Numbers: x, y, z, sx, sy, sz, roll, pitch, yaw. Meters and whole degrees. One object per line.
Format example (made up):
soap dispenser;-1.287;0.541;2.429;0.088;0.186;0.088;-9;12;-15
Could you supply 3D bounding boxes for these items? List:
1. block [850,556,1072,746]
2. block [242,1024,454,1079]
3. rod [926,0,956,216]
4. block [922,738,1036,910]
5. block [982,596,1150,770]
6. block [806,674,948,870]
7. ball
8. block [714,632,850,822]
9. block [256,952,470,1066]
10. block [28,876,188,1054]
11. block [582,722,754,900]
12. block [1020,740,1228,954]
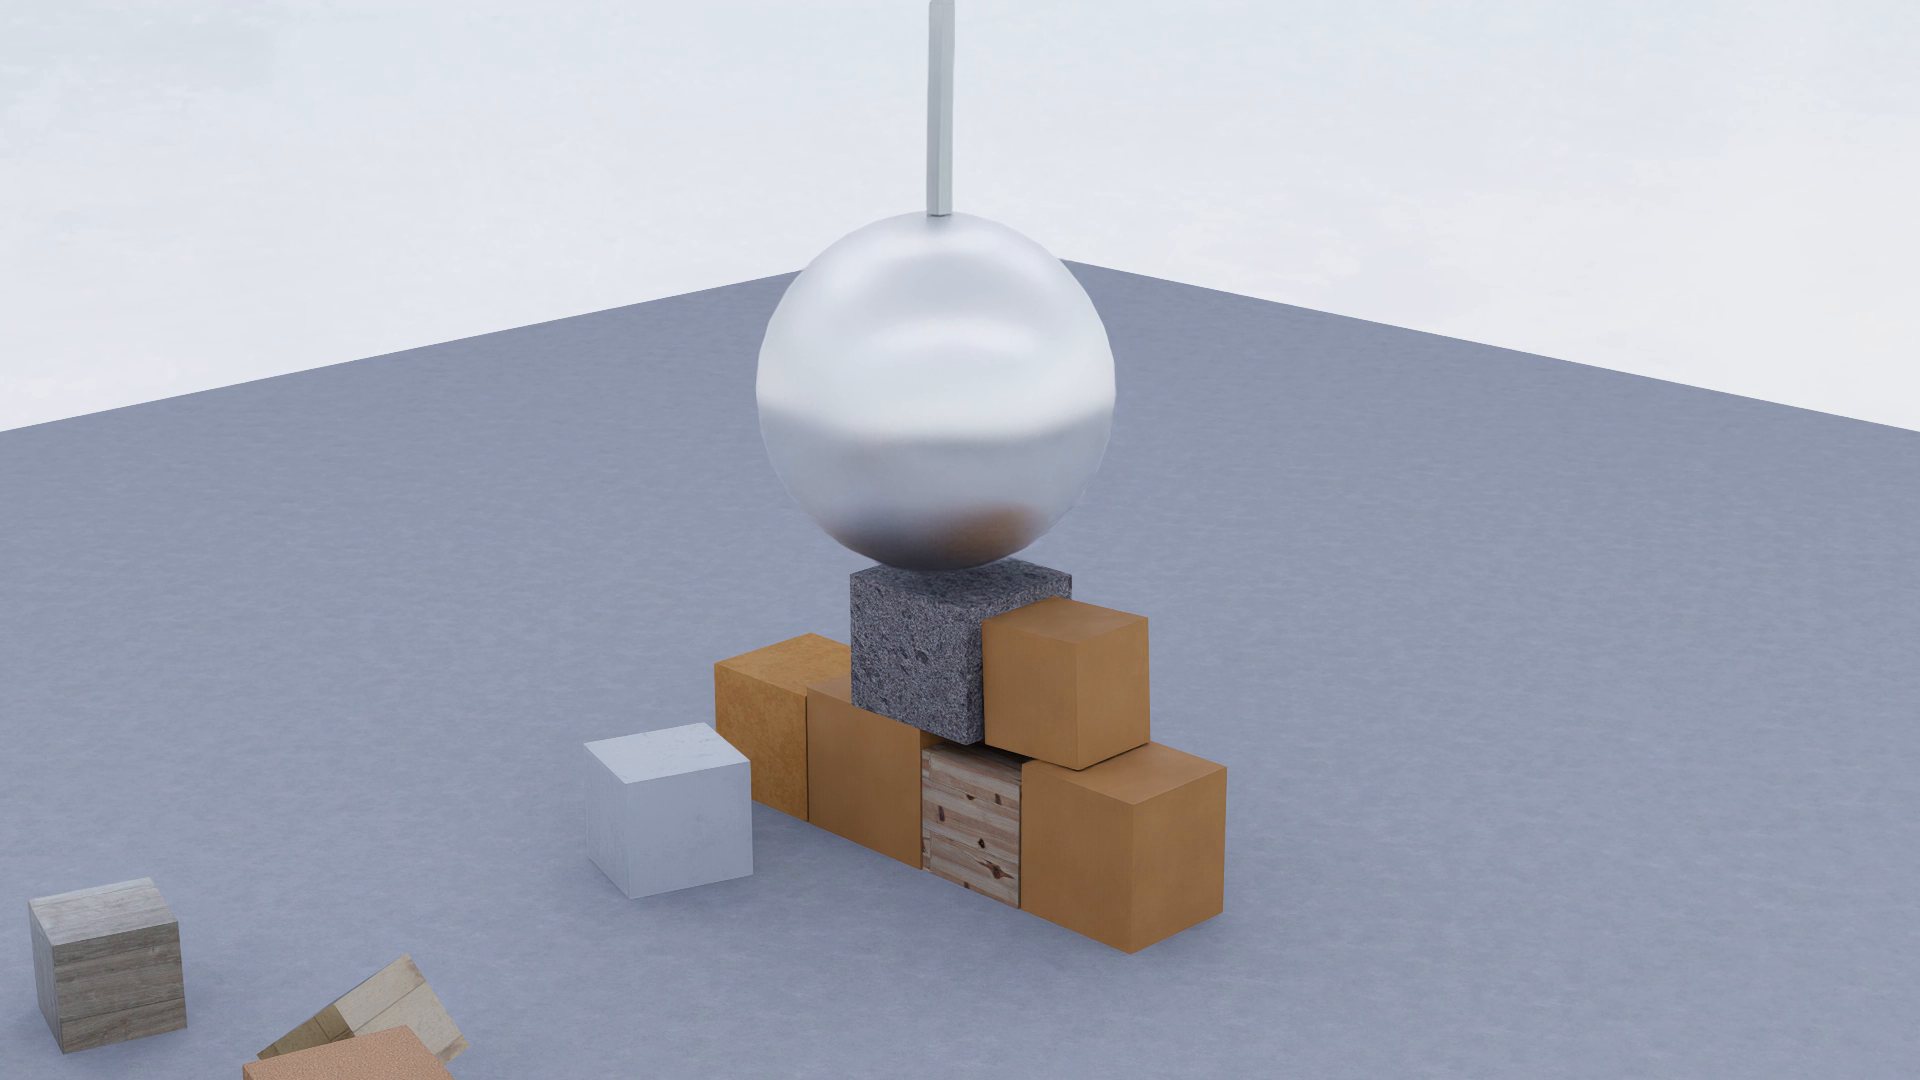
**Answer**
block;0.004;0.462;13.501;0.738;0.638;0.698;16;24;41
block;-2.164;2.167;10.473;0.615;0.586;0.507;-10;20;-29
rod;-0.046;-3.919;12.061;0.080;5.200;0.080;17;23;42
block;0.267;1.236;13.424;0.630;0.593;0.612;-17;24;-42
block;0.473;0.629;13.063;0.557;0.579;0.487;12;21;42
block;-0.213;1.037;13.890;0.669;0.693;0.771;-16;24;-42
ball;-0.107;-0.659;13.022;1.600;1.600;1.600;0;17;0
block;-0.740;0.908;14.386;0.638;0.641;0.661;-17;24;-42
block;-2.262;1.937;11.131;0.470;0.432;0.475;-34;0;29
block;-3.496;1.738;12.019;0.498;0.478;0.496;-9;20;-26
block;-1.343;1.236;13.476;0.602;0.561;0.550;-9;19;-26
block;0.722;1.322;12.976;0.616;0.696;0.657;-17;24;-42
